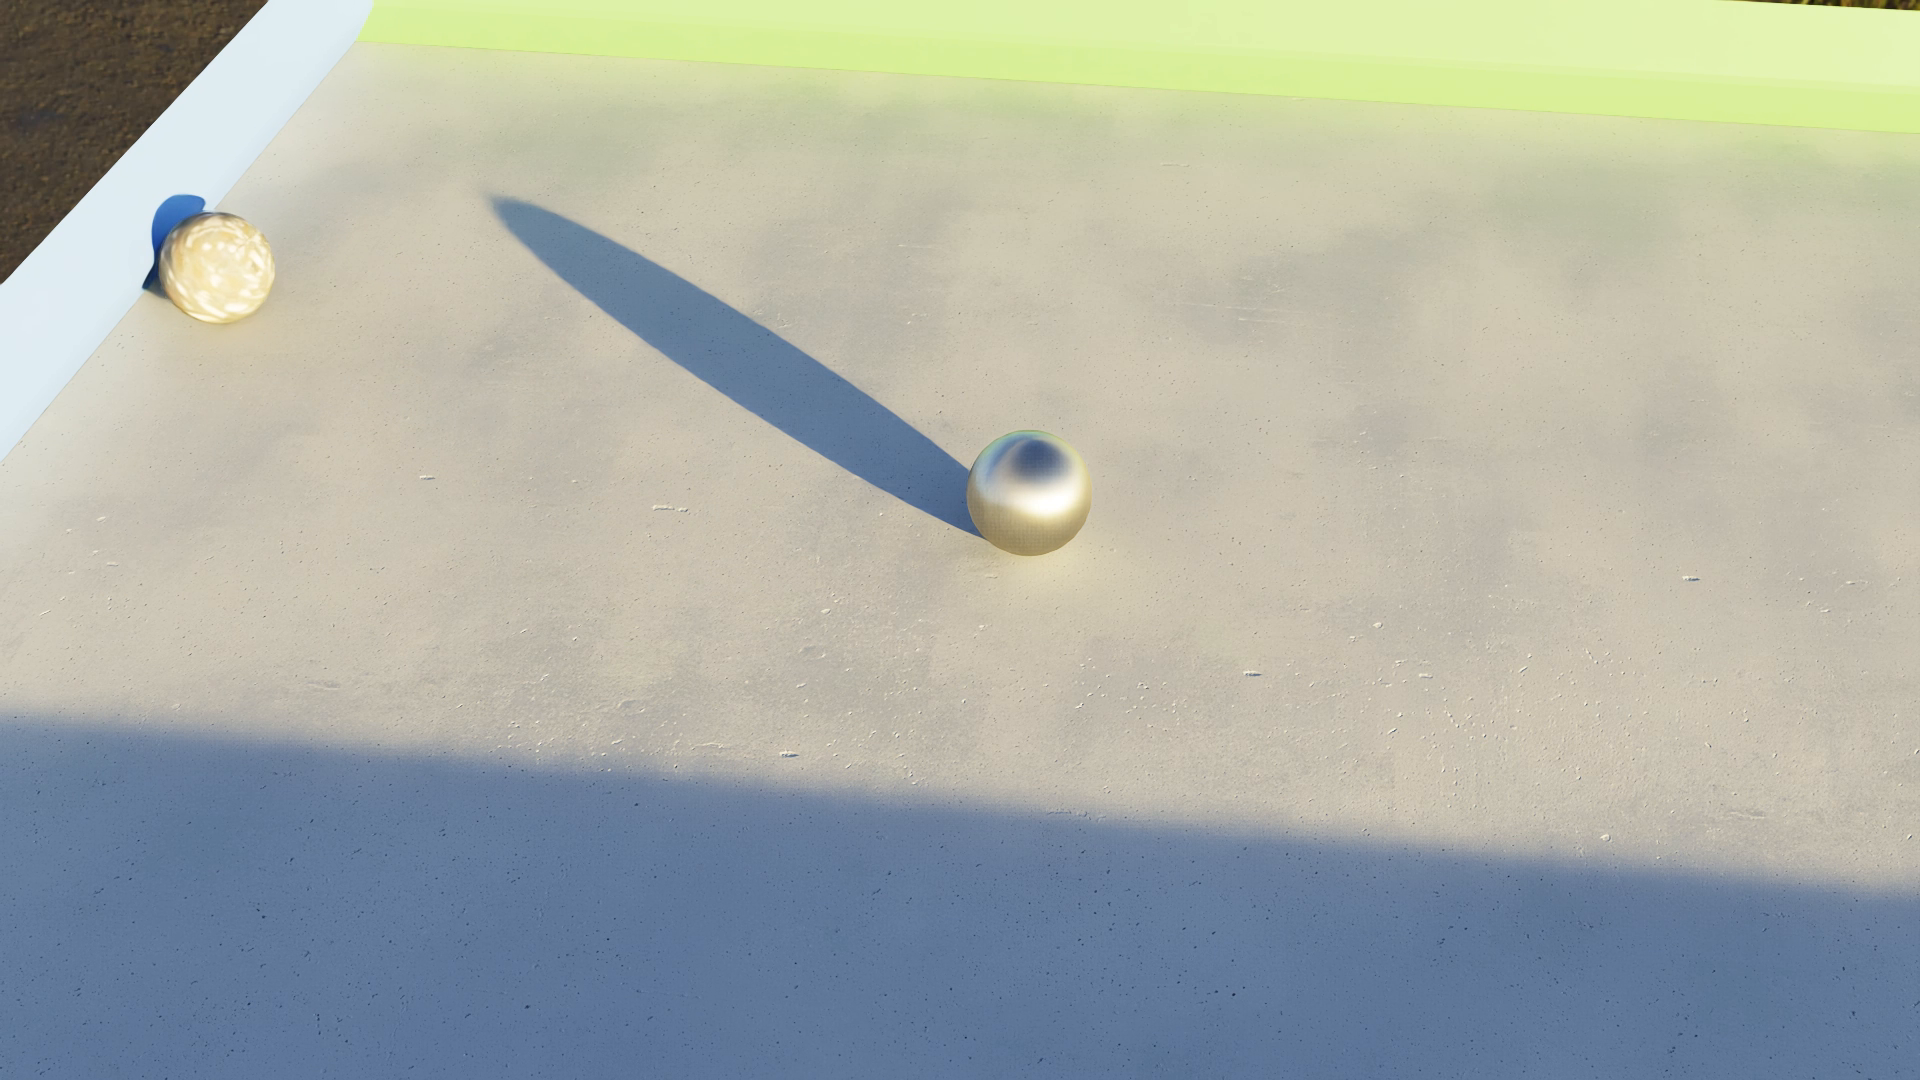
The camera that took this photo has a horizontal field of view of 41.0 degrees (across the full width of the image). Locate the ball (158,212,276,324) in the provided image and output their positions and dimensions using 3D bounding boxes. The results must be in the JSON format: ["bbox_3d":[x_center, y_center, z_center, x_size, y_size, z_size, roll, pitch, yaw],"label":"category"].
[{"bbox_3d":[-0.657,-0.241,2.269,0.099,0.099,0.099,0,34,0],"label":"ball"}]

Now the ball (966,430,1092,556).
[{"bbox_3d":[0.053,-0.036,1.970,0.097,0.097,0.097,0,34,0],"label":"ball"}]

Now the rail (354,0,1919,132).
[{"bbox_3d":[0.927,-0.460,2.562,3.219,0.128,0.045,5,35,7],"label":"rail"}]

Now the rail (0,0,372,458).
[{"bbox_3d":[-0.773,-0.076,1.998,0.045,0.128,1.880,5,35,7],"label":"rail"}]
